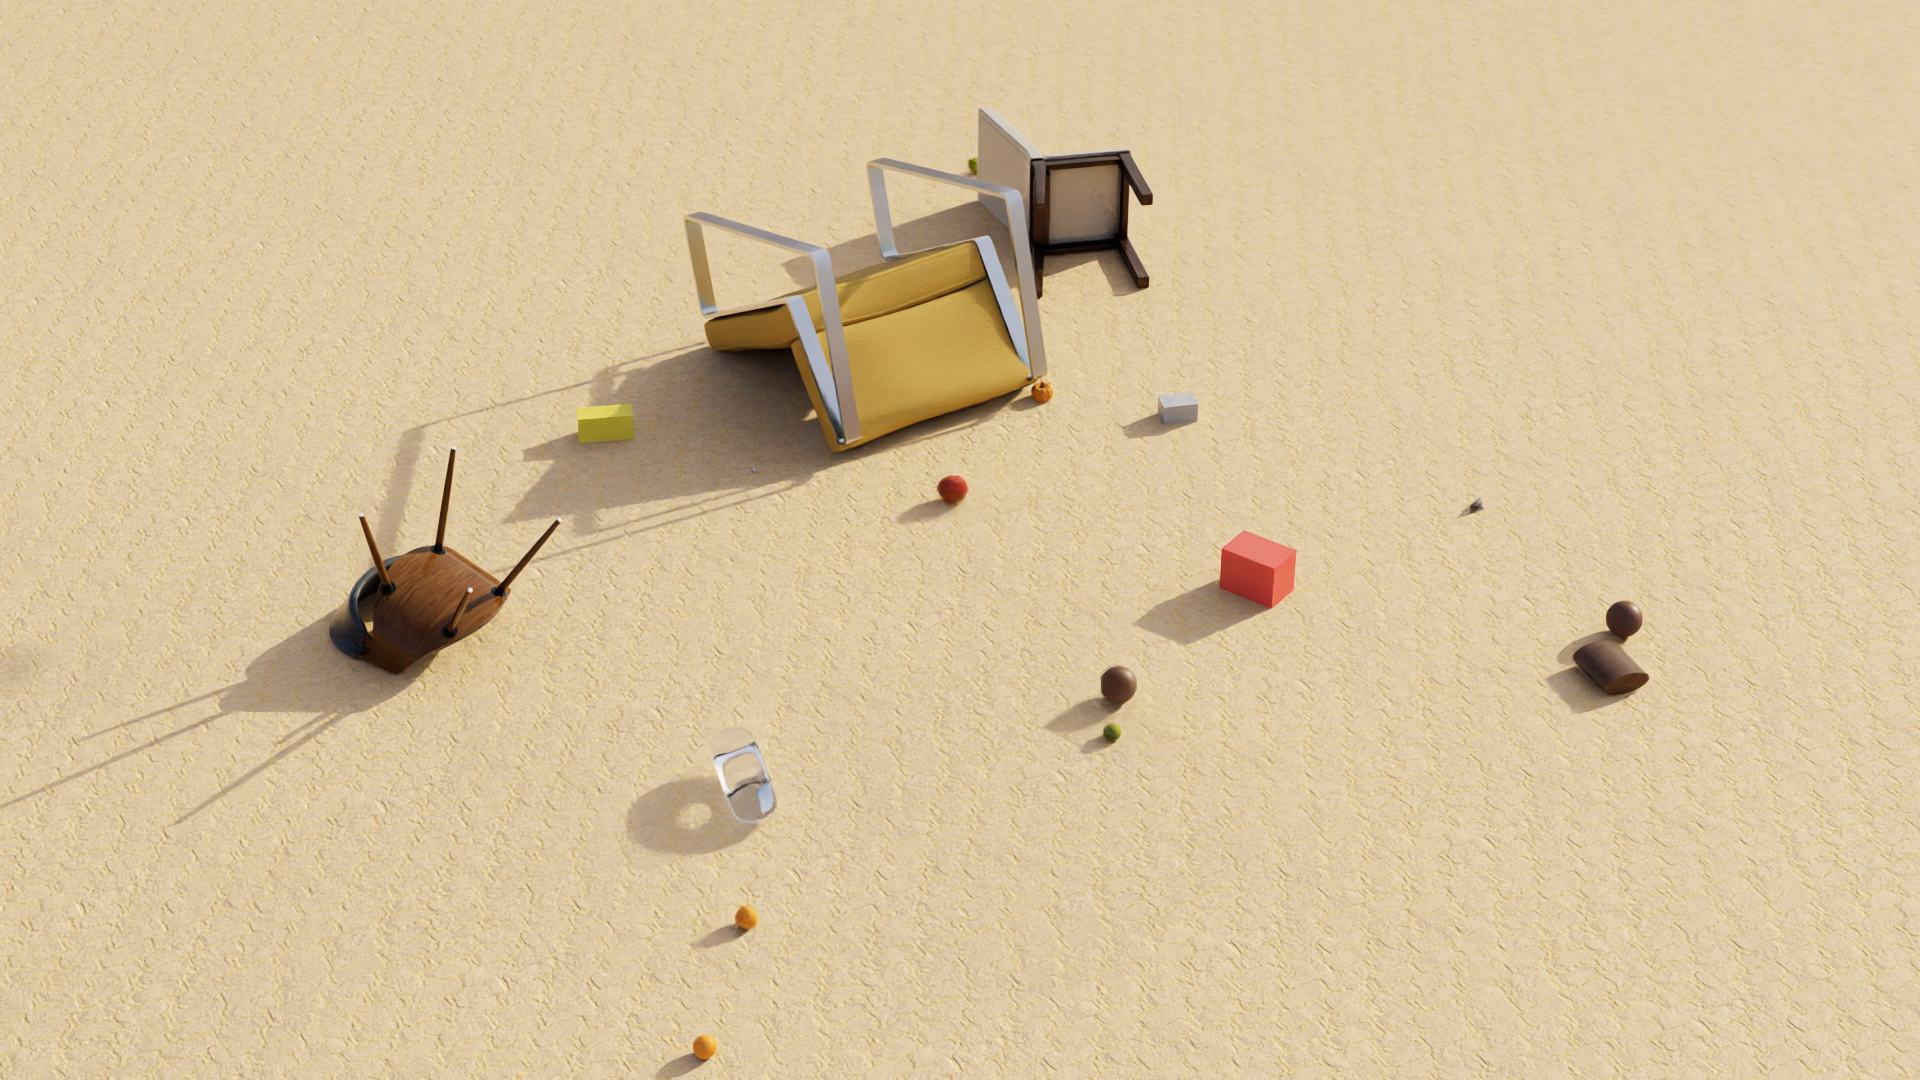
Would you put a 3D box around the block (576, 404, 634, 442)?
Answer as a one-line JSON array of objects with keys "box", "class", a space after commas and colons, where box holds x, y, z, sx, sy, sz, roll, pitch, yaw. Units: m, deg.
[{"box": [-1.396, -0.459, 11.544, 0.216, 0.107, 0.090, -5, 34, -7], "class": "block"}]

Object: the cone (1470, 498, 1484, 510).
[{"box": [1.970, -0.129, 11.120, 0.045, 0.046, 0.094, 41, 39, 9], "class": "cone"}]

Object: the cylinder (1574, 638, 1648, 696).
[{"box": [2.263, 0.443, 10.198, 0.184, 0.083, 0.207, -14, 44, -12], "class": "cylinder"}]

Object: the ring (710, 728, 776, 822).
[{"box": [-0.712, 0.768, 9.625, 0.153, 0.173, 0.420, -19, 44, -7], "class": "ring"}]

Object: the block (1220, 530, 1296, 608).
[{"box": [1.079, 0.106, 10.627, 0.224, 0.173, 0.150, 22, 39, 30], "class": "block"}]

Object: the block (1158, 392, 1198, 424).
[{"box": [0.866, -0.523, 11.665, 0.140, 0.080, 0.094, -7, 34, -10], "class": "block"}]
